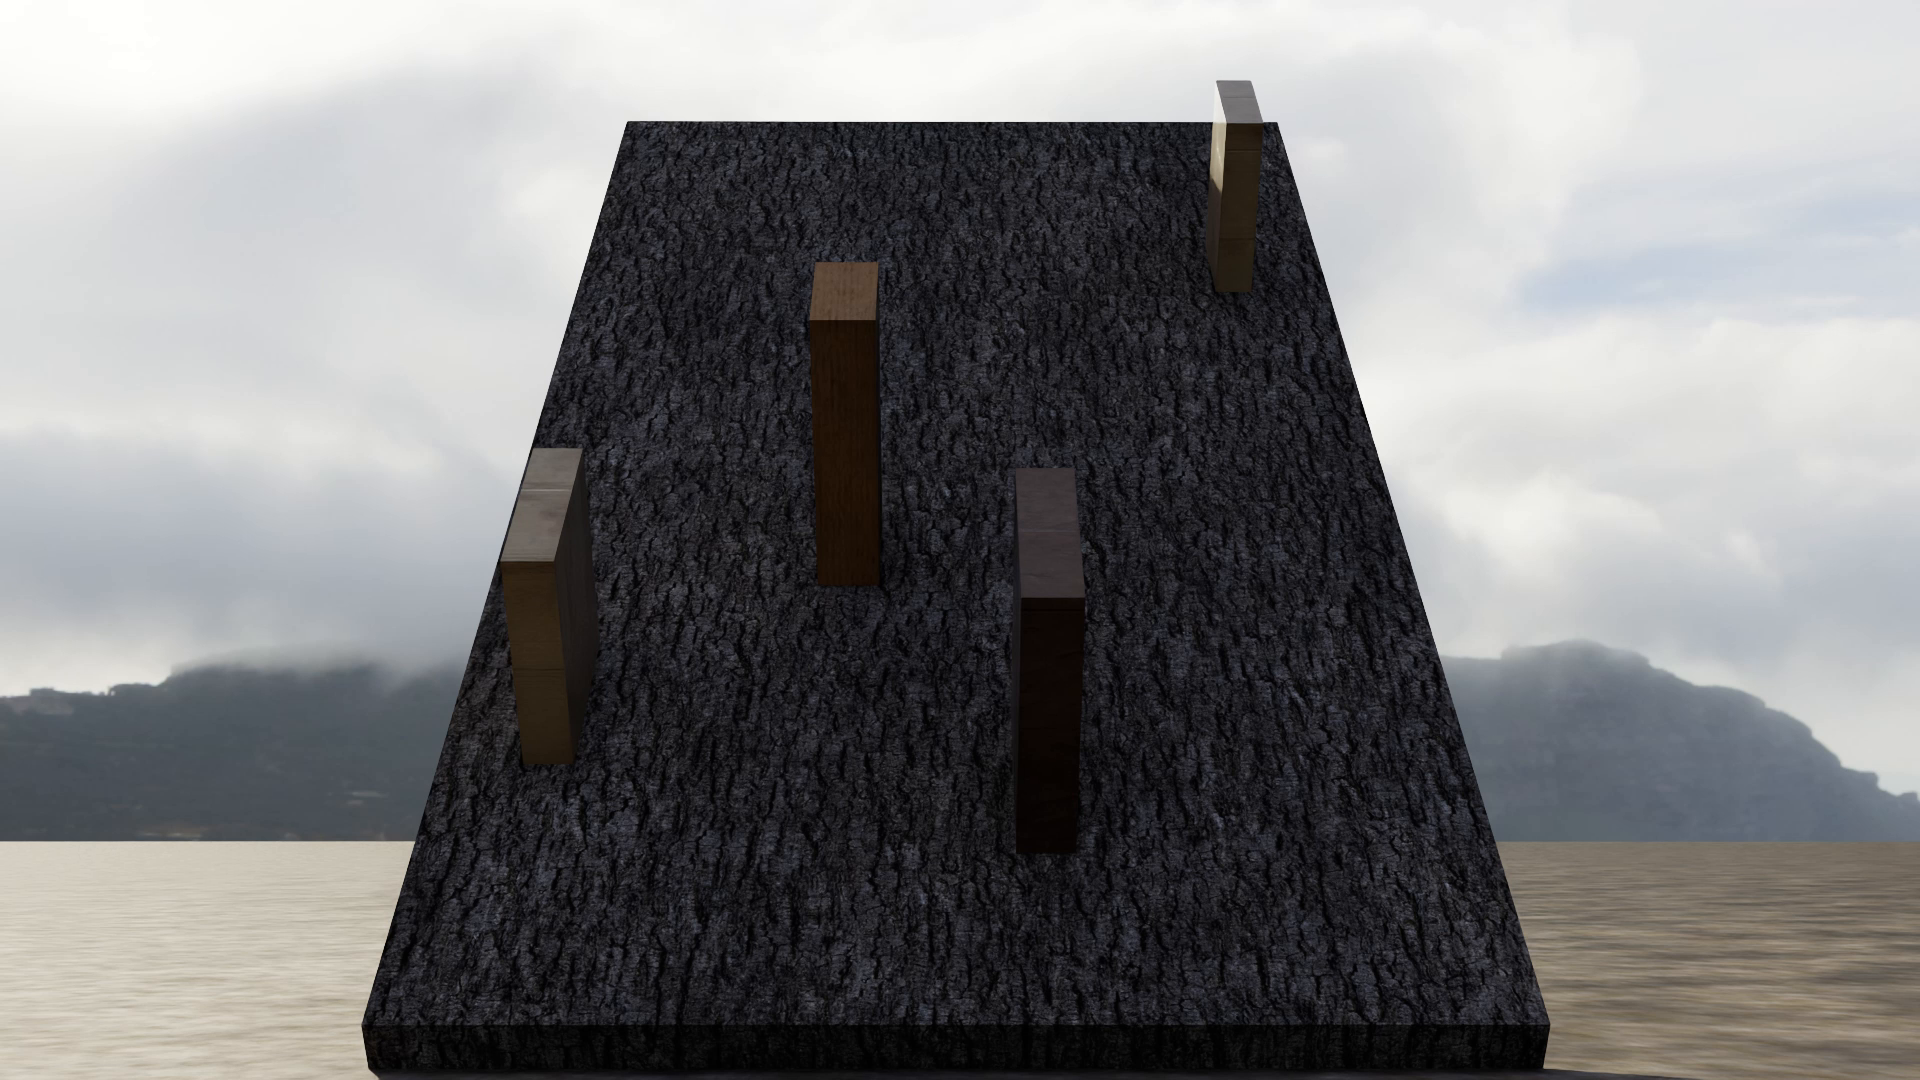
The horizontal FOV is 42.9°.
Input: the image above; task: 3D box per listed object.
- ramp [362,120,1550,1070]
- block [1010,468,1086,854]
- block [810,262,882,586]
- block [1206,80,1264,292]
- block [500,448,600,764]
[{"bbox_3d":[-0.015,-0.193,5.832,2.000,0.100,4.000,0,32,0],"label":"ramp"},{"bbox_3d":[0.159,0.221,4.533,0.110,0.562,0.445,0,32,0],"label":"block"},{"bbox_3d":[-0.239,-0.245,5.213,0.133,0.637,0.272,0,32,0],"label":"block"},{"bbox_3d":[0.728,-0.943,6.500,0.095,0.478,0.301,0,32,0],"label":"block"},{"bbox_3d":[-0.795,0.126,4.775,0.098,0.463,0.419,0,32,0],"label":"block"}]
